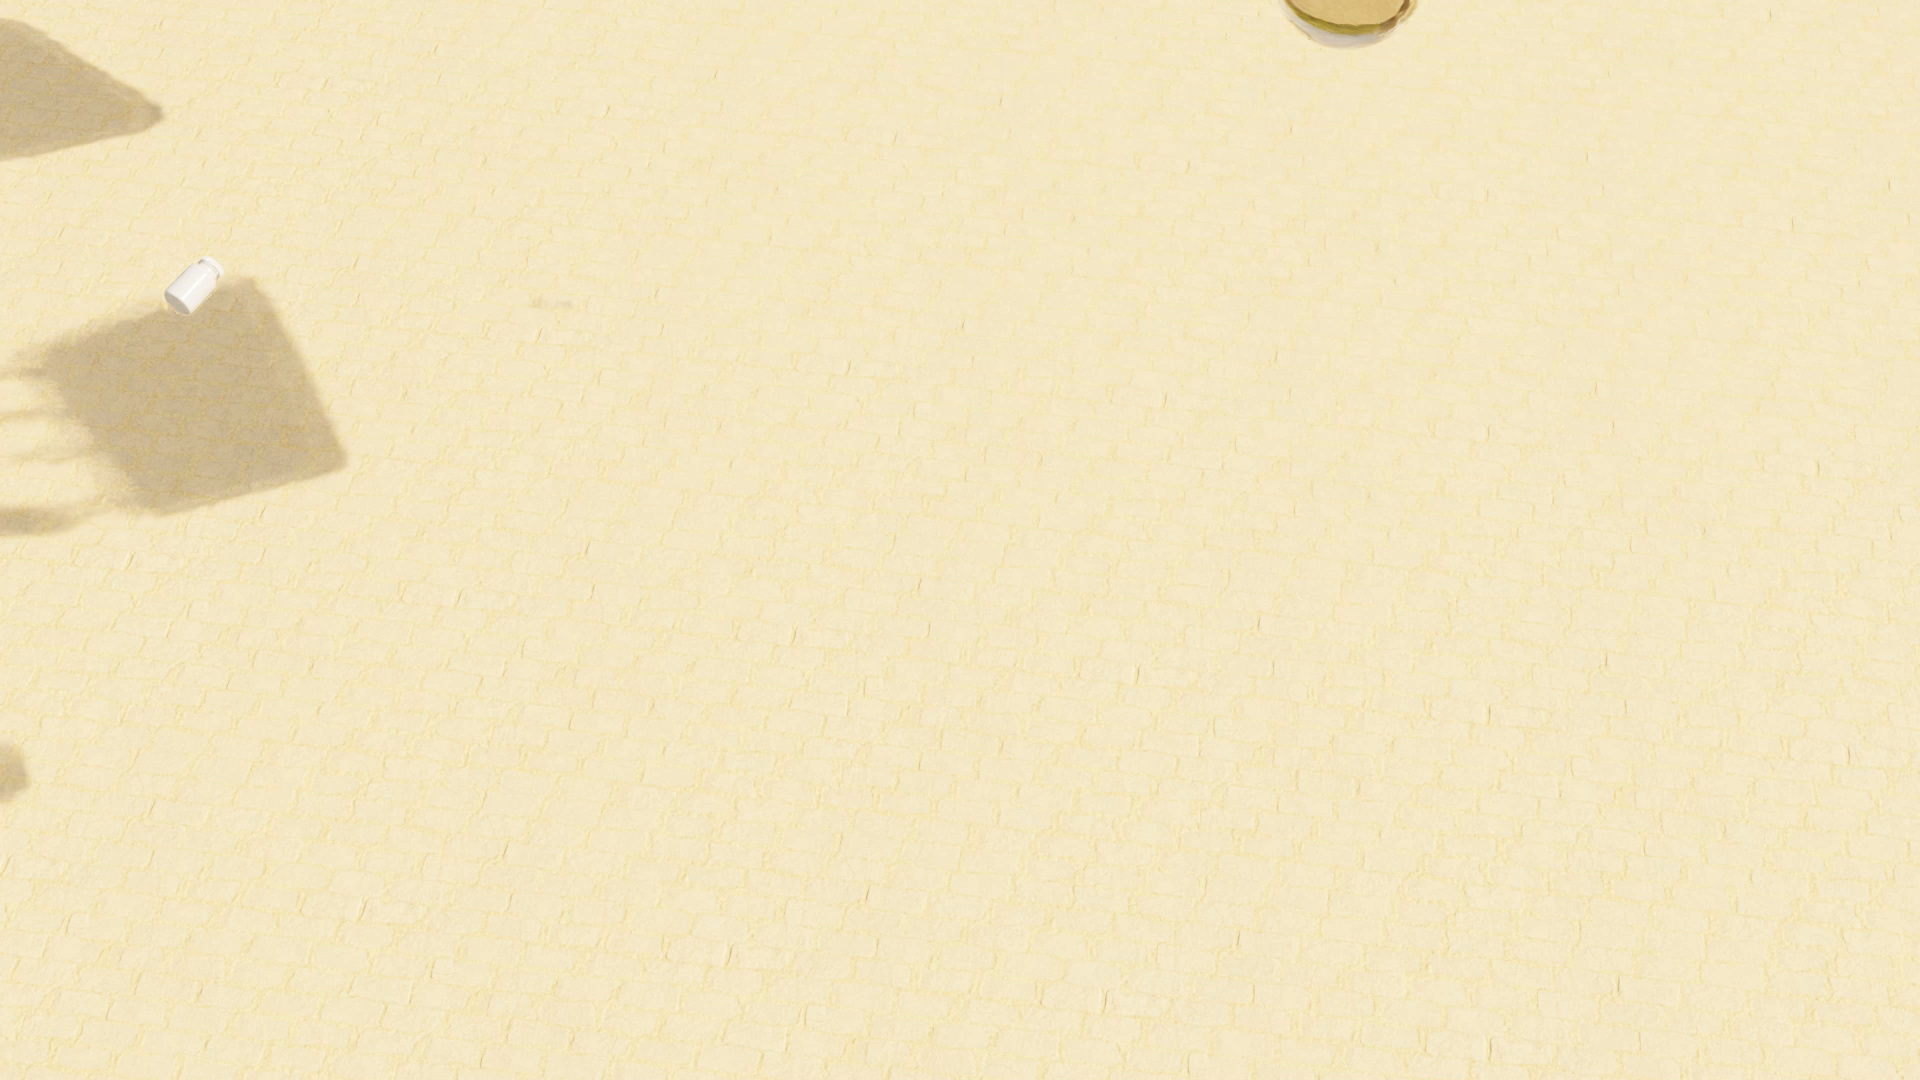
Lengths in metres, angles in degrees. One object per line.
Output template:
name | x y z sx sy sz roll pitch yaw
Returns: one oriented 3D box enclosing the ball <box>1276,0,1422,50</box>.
ball | 0.600 -0.875 3.378 0.239 0.239 0.239 0 56 0
